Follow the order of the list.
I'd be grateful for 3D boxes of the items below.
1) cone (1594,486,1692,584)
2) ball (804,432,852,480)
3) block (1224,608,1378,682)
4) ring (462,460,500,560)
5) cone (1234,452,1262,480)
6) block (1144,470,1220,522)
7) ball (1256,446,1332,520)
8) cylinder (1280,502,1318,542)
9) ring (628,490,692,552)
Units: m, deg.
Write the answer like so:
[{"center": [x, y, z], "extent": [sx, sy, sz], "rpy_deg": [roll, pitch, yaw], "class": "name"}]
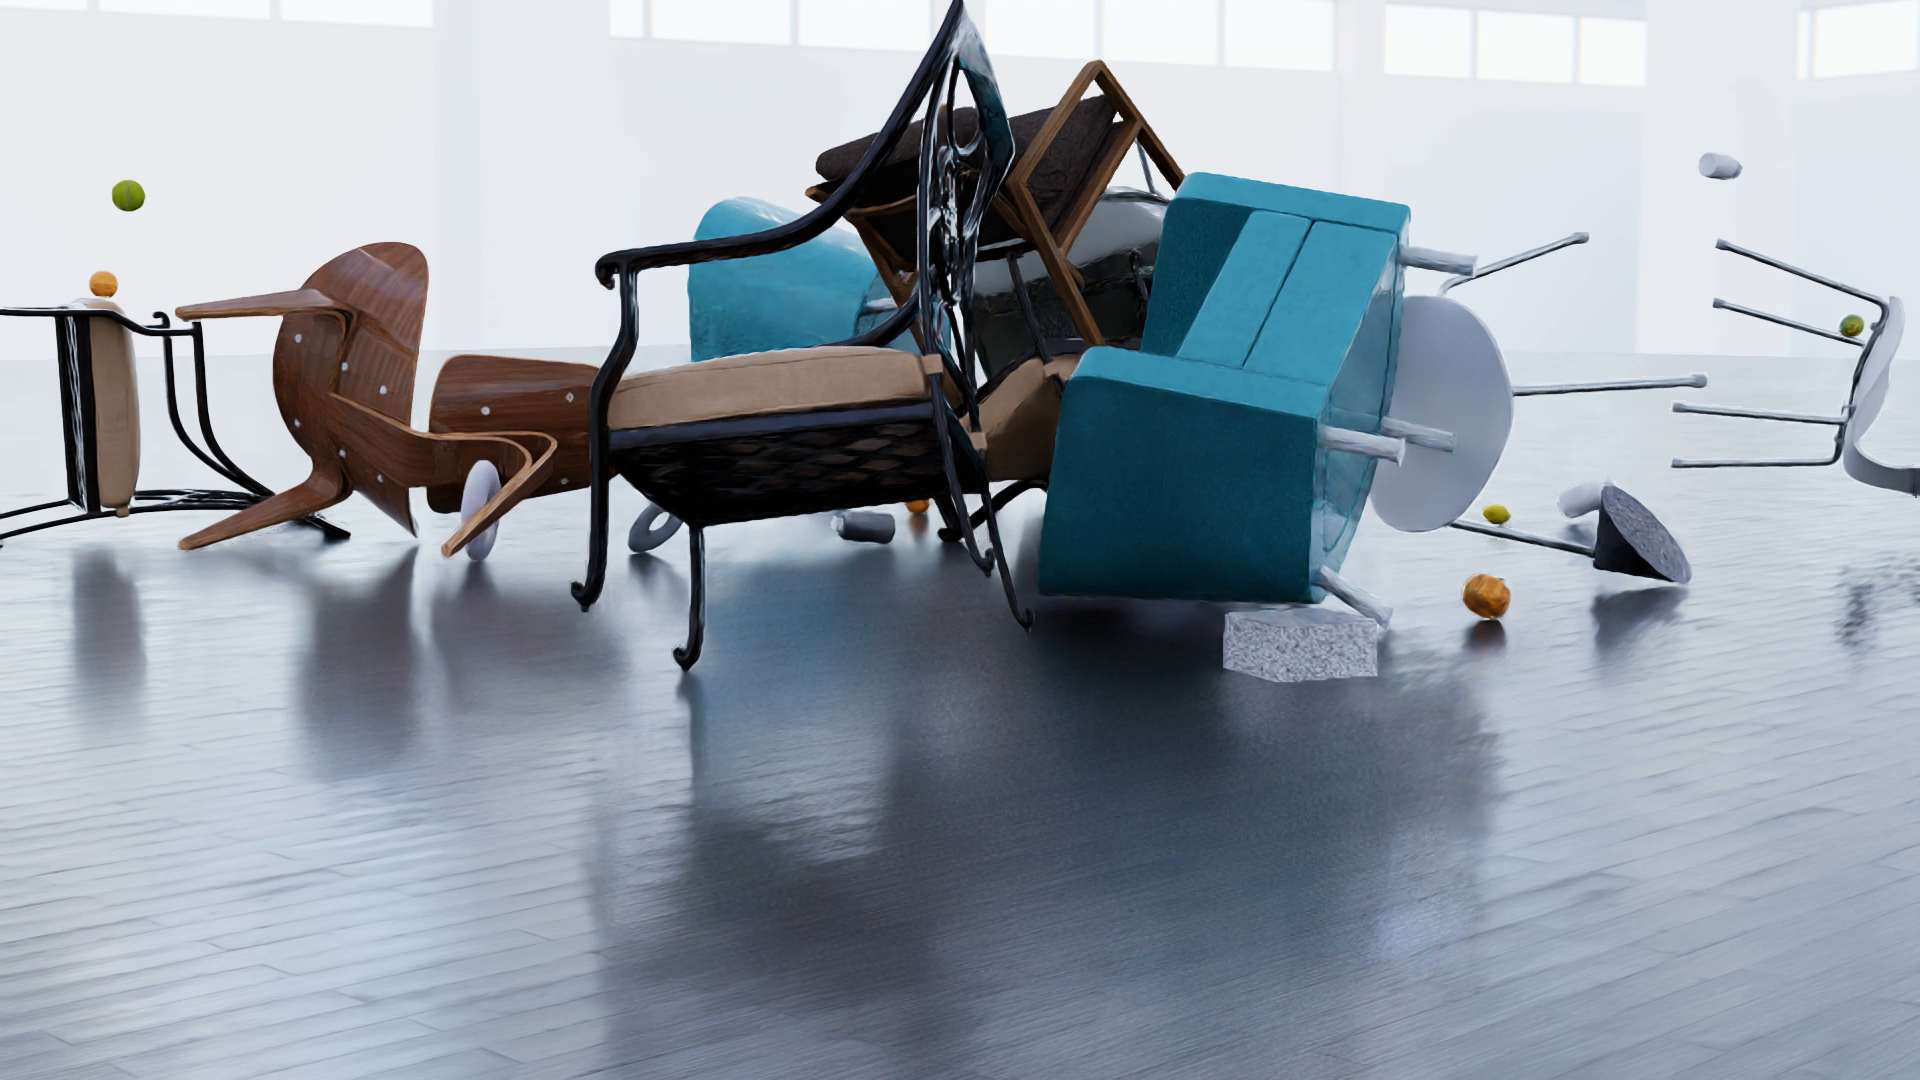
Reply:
[{"center": [1.415, 0.025, 5.501], "extent": [0.145, 0.294, 0.190], "rpy_deg": [-38, 23, 35], "class": "cone"}, {"center": [-0.425, -0.269, 8.266], "extent": [0.155, 0.155, 0.155], "rpy_deg": [0, 6, 0], "class": "ball"}, {"center": [0.566, 0.174, 4.276], "extent": [0.187, 0.093, 0.175], "rpy_deg": [-3, 7, -25], "class": "block"}, {"center": [-1.103, -0.067, 5.905], "extent": [0.054, 0.274, 0.138], "rpy_deg": [16, 36, 9], "class": "ring"}, {"center": [0.955, -0.194, 7.871], "extent": [0.215, 0.078, 0.115], "rpy_deg": [23, 11, -20], "class": "cone"}, {"center": [0.605, -0.121, 7.002], "extent": [0.091, 0.091, 0.239], "rpy_deg": [23, -2, -19], "class": "block"}, {"center": [0.894, -0.150, 6.877], "extent": [0.204, 0.204, 0.204], "rpy_deg": [0, 6, 0], "class": "ball"}, {"center": [0.751, -0.038, 5.676], "extent": [0.084, 0.069, 0.071], "rpy_deg": [10, -21, -27], "class": "cylinder"}, {"center": [-0.715, -0.045, 6.116], "extent": [0.033, 0.196, 0.106], "rpy_deg": [40, -7, 49], "class": "ring"}]
